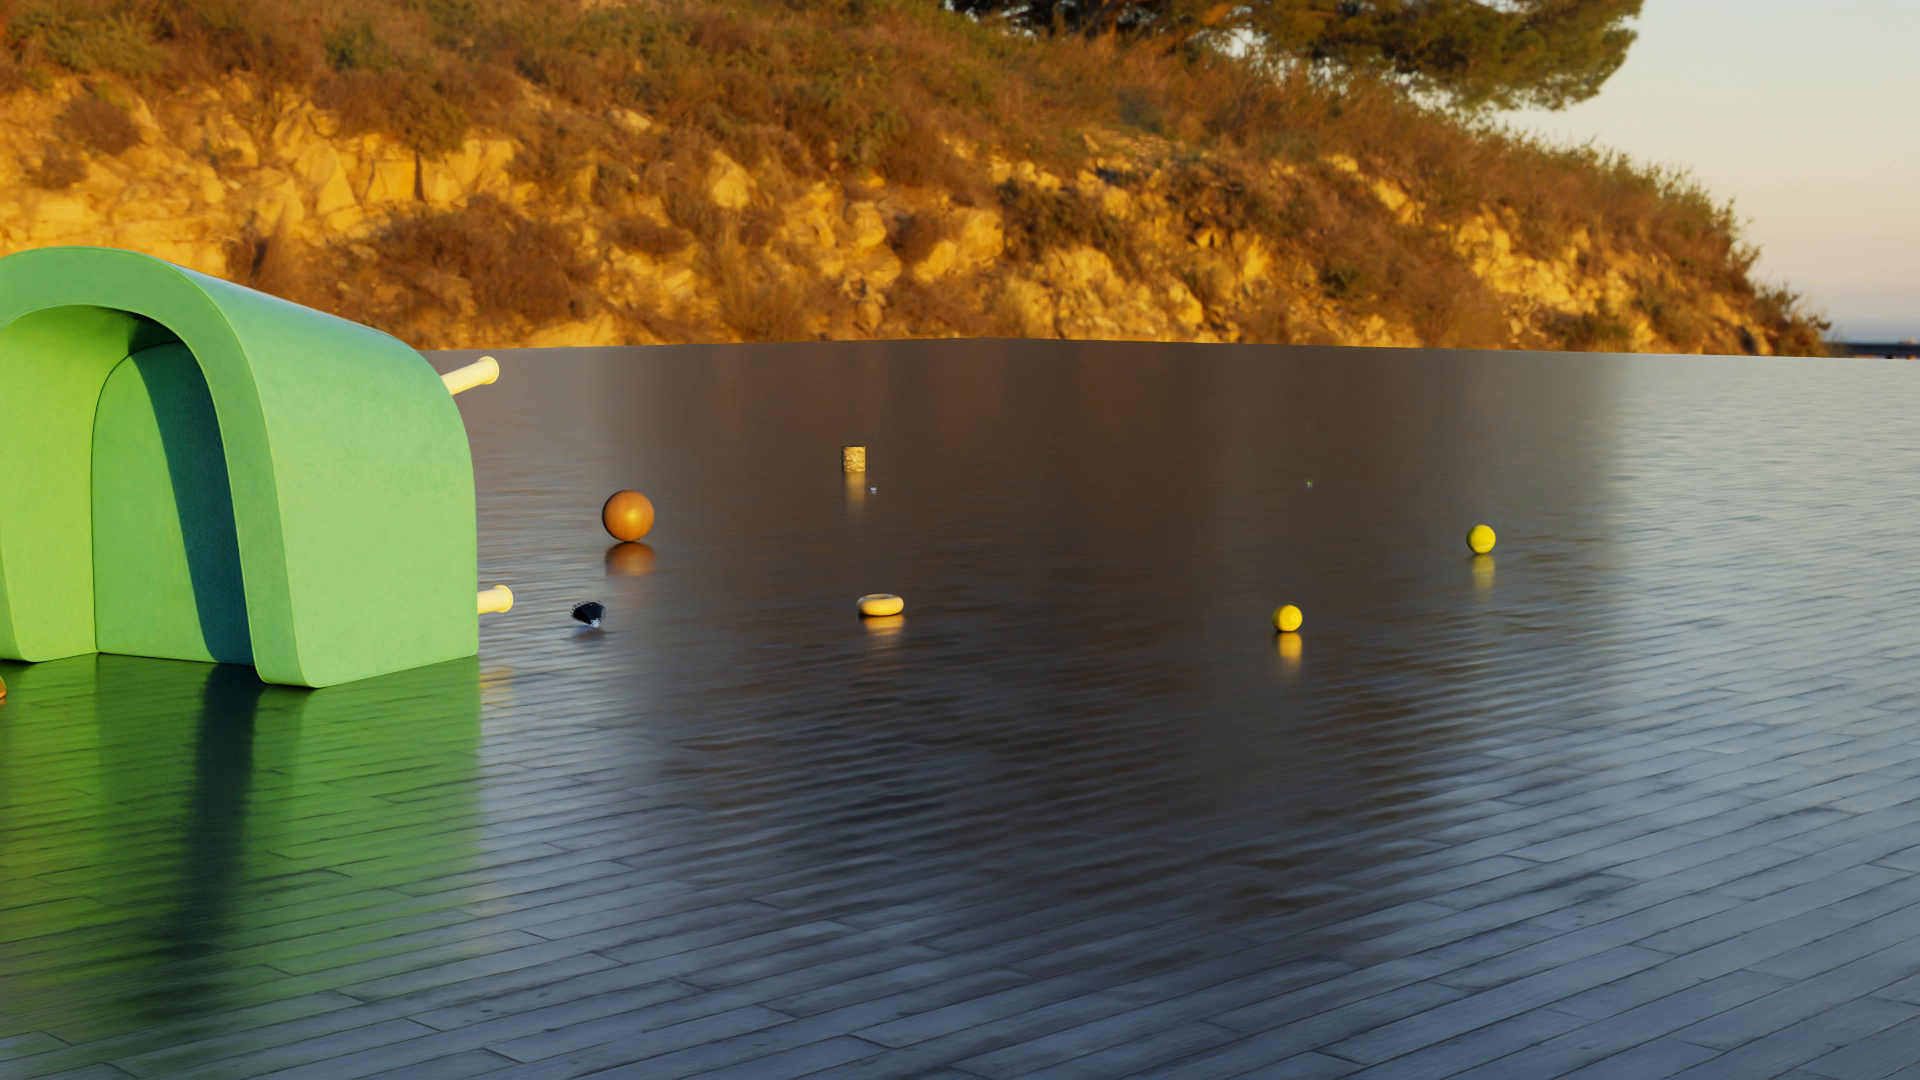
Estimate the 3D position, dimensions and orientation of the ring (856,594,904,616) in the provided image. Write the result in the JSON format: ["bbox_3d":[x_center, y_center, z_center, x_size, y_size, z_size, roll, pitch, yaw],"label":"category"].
[{"bbox_3d":[-0.157,0.127,5.028,0.093,0.032,0.131,-1,5,0],"label":"ring"}]

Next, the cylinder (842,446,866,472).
[{"bbox_3d":[-0.361,-0.277,8.701,0.080,0.082,0.090,-2,6,-19],"label":"cylinder"}]
